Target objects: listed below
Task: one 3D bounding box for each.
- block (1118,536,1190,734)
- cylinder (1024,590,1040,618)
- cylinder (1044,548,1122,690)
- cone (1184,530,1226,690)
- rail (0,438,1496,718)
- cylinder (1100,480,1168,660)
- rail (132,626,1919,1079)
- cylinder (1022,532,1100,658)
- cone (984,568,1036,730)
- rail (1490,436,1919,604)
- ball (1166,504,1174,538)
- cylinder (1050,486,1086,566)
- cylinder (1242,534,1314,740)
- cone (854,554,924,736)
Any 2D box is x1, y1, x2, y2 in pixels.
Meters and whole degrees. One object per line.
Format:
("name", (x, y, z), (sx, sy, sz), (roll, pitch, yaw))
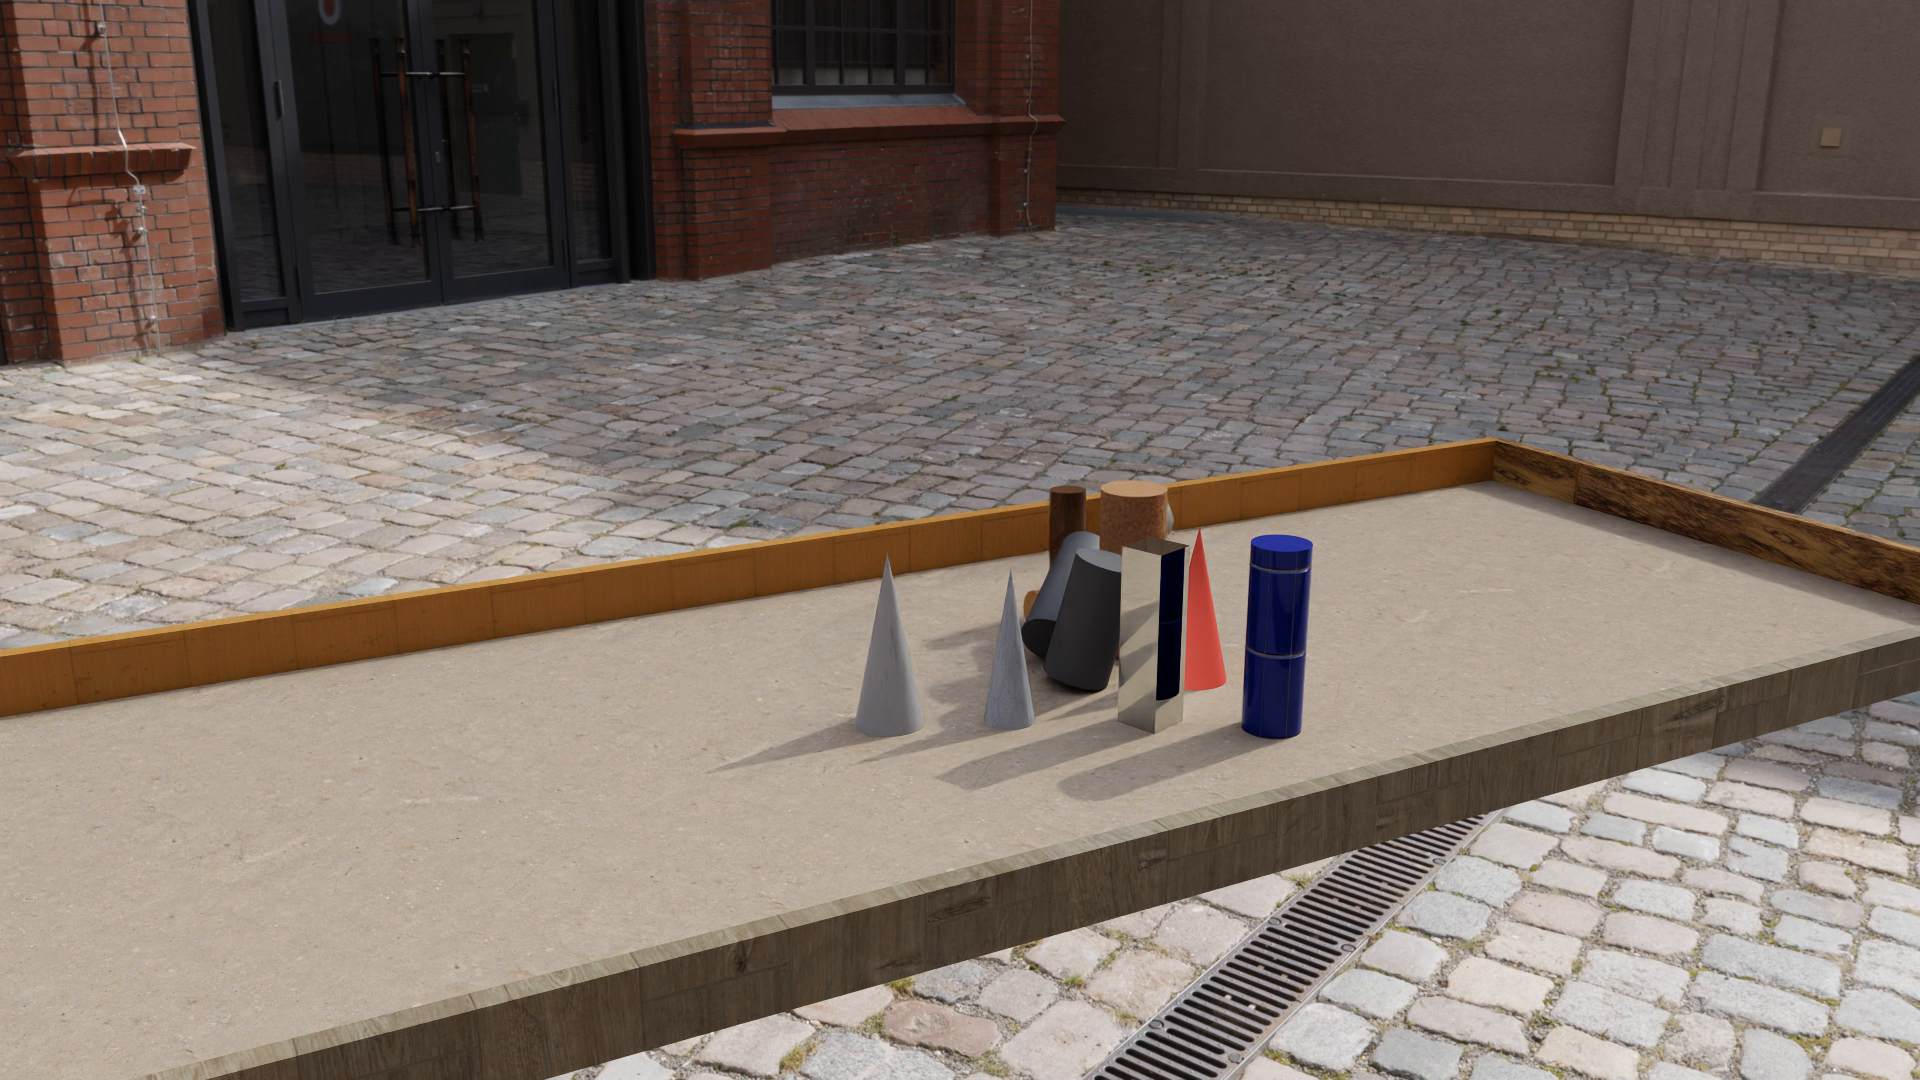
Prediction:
("block", (0.449, 0.221, 3.837), (0.110, 0.432, 0.110), (15, 22, 41))
("cylinder", (0.391, 0.172, 4.557), (0.424, 0.121, 0.121), (-8, 18, -25))
("cylinder", (0.327, 0.195, 4.086), (0.168, 0.310, 0.168), (14, 16, -4))
("cone", (0.589, 0.158, 4.111), (0.166, 0.399, 0.166), (0, 16, 0))
("rail", (-3.305, 0.497, 3.399), (12.000, 0.150, 0.050), (-9, 18, -27))
("cylinder", (0.448, 0.079, 4.306), (0.171, 0.440, 0.171), (0, 16, 0))
("rail", (-2.336, 1.006, 1.665), (12.000, 0.150, 0.050), (-9, 18, -27))
("cylinder", (0.287, 0.145, 4.358), (0.150, 0.150, 0.347), (7, 43, 21))
("cone", (0.117, 0.245, 3.851), (0.122, 0.378, 0.122), (0, 16, 0))
("rail", (2.466, -0.048, 5.253), (0.050, 0.150, 2.100), (-9, 18, -27))
("ball", (0.589, -0.063, 5.250), (0.179, 0.179, 0.179), (0, 16, 0))
("cylinder", (0.300, 0.033, 4.605), (0.102, 0.355, 0.102), (-1, 14, 0))
("cylinder", (0.728, 0.223, 3.796), (0.139, 0.451, 0.139), (0, 16, 0))
("cone", (-0.166, 0.230, 3.828), (0.164, 0.419, 0.164), (0, 16, 0))
